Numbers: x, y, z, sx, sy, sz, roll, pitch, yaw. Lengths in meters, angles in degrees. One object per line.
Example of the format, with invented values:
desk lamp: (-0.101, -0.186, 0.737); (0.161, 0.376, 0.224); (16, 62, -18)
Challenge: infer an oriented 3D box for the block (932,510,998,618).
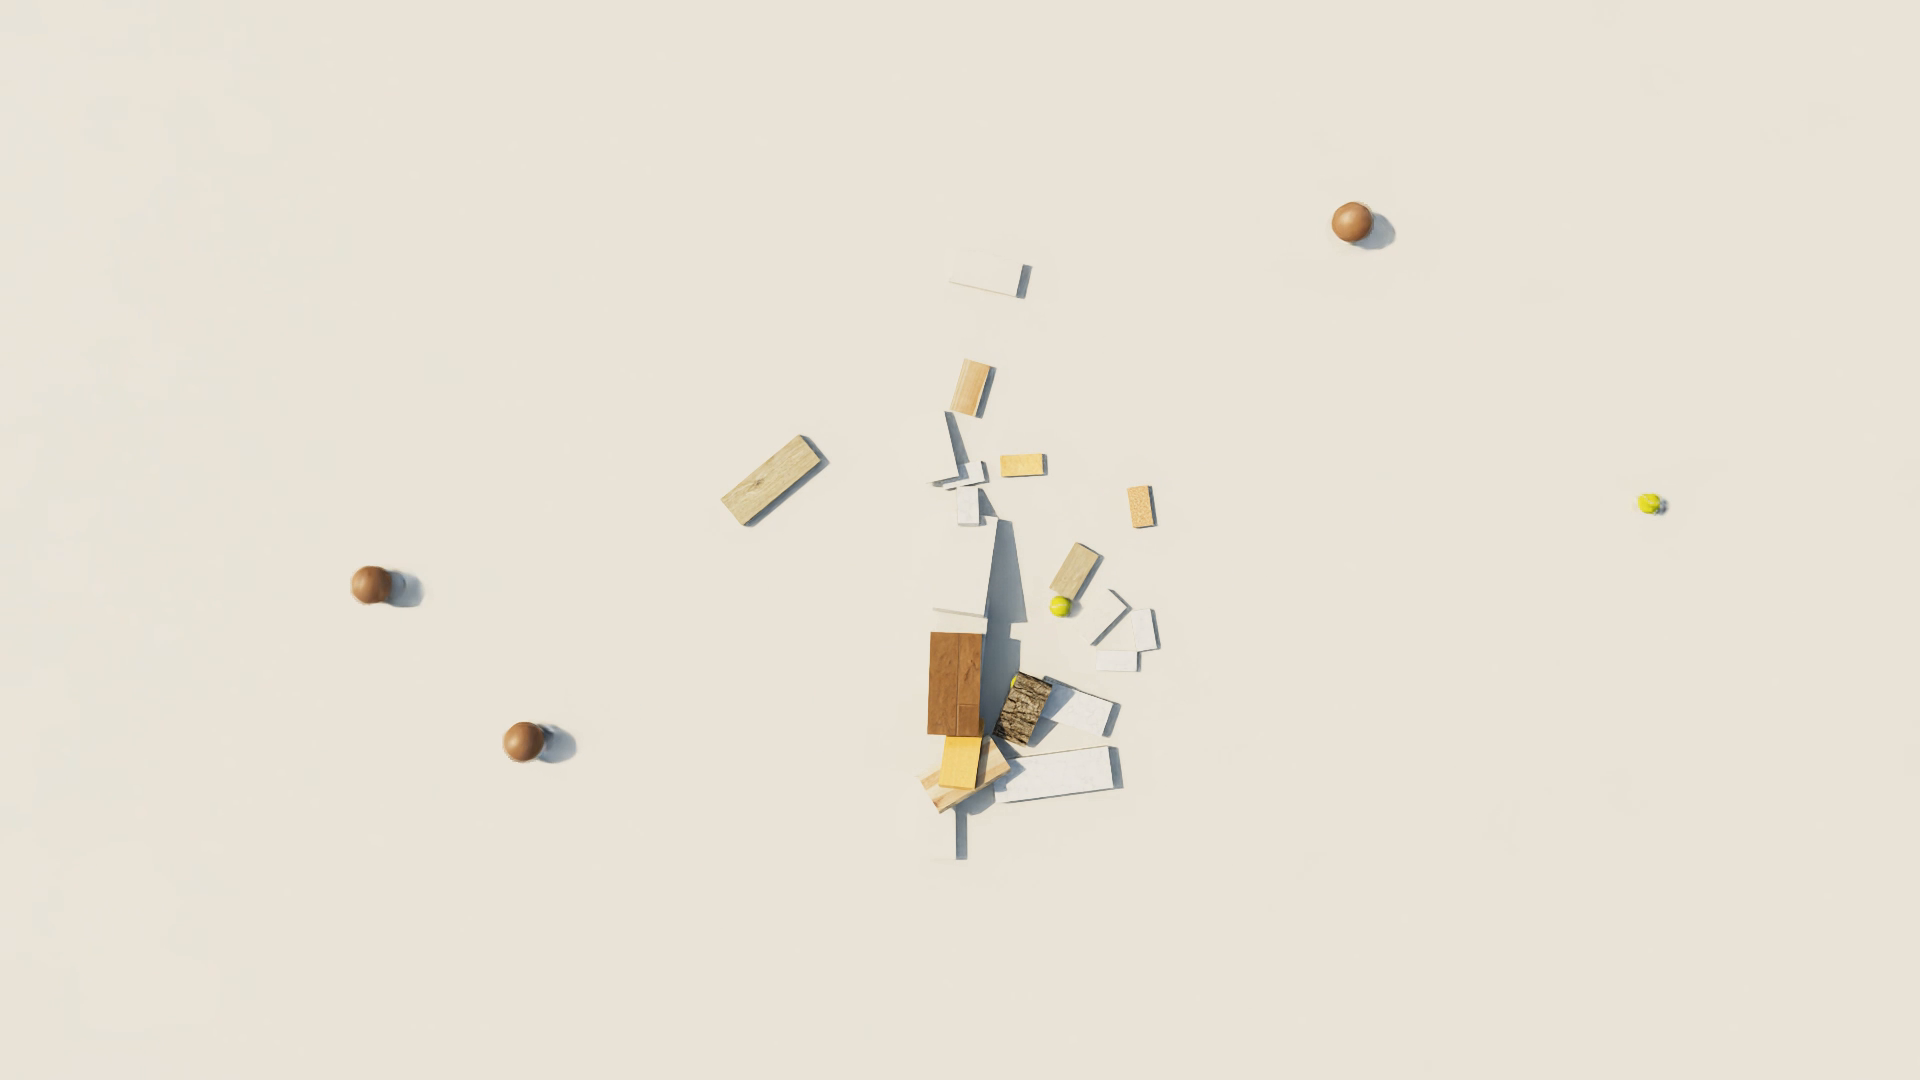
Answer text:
block: (0.018, 0.079, 5.428); (0.167, 0.047, 0.335); (8, 73, 1)

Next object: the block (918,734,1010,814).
block: (0.015, 0.771, 5.432); (0.274, 0.039, 0.137); (-30, 65, -8)

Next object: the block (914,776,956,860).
block: (-0.083, 0.922, 5.481); (0.137, 0.039, 0.274); (-1, 90, 0)

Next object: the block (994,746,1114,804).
block: (0.305, 0.778, 5.481); (0.391, 0.039, 0.137); (-8, 90, 0)

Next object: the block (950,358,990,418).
block: (0.032, -0.506, 5.488); (0.088, 0.025, 0.176); (16, 90, 0)

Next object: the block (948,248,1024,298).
block: (0.086, -0.890, 5.484); (0.228, 0.032, 0.114); (13, 90, 0)

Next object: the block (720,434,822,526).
block: (-0.629, -0.199, 5.484); (0.339, 0.032, 0.114); (-40, 90, 0)

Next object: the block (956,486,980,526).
block: (0.025, -0.112, 5.455); (0.069, 0.020, 0.139); (0, 61, -4)

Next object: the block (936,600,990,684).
block: (-0.003, 0.356, 5.444); (0.167, 0.047, 0.335); (6, 90, 0)

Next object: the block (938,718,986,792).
block: (0.007, 0.701, 5.426); (0.118, 0.034, 0.237); (5, 65, 9)

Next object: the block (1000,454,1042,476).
block: (0.204, -0.250, 5.490); (0.139, 0.020, 0.069); (-3, 90, 0)

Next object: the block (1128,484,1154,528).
block: (0.600, -0.112, 5.491); (0.067, 0.019, 0.134); (-8, 90, 0)

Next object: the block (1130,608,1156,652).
block: (0.610, 0.299, 5.491); (0.067, 0.019, 0.134); (-10, 90, 0)

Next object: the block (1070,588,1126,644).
block: (0.460, 0.256, 5.488); (0.088, 0.025, 0.176); (44, 90, 0)

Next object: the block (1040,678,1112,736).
block: (0.376, 0.558, 5.483); (0.237, 0.034, 0.118); (19, 90, 0)

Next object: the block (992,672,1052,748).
block: (0.205, 0.560, 5.440); (0.118, 0.034, 0.237); (22, 112, 0)

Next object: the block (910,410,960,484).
block: (-0.084, -0.308, 5.472); (0.114, 0.032, 0.228); (-13, 84, 0)

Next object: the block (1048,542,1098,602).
block: (0.377, 0.105, 5.488); (0.088, 0.025, 0.176); (30, 90, 0)

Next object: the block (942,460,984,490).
block: (0.007, -0.216, 5.490); (0.139, 0.020, 0.069); (-12, 90, 0)

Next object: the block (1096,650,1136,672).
block: (0.520, 0.401, 5.491); (0.134, 0.019, 0.067); (2, 90, 0)

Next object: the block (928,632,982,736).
block: (-0.018, 0.469, 5.397); (0.167, 0.047, 0.335); (2, 90, 0)
